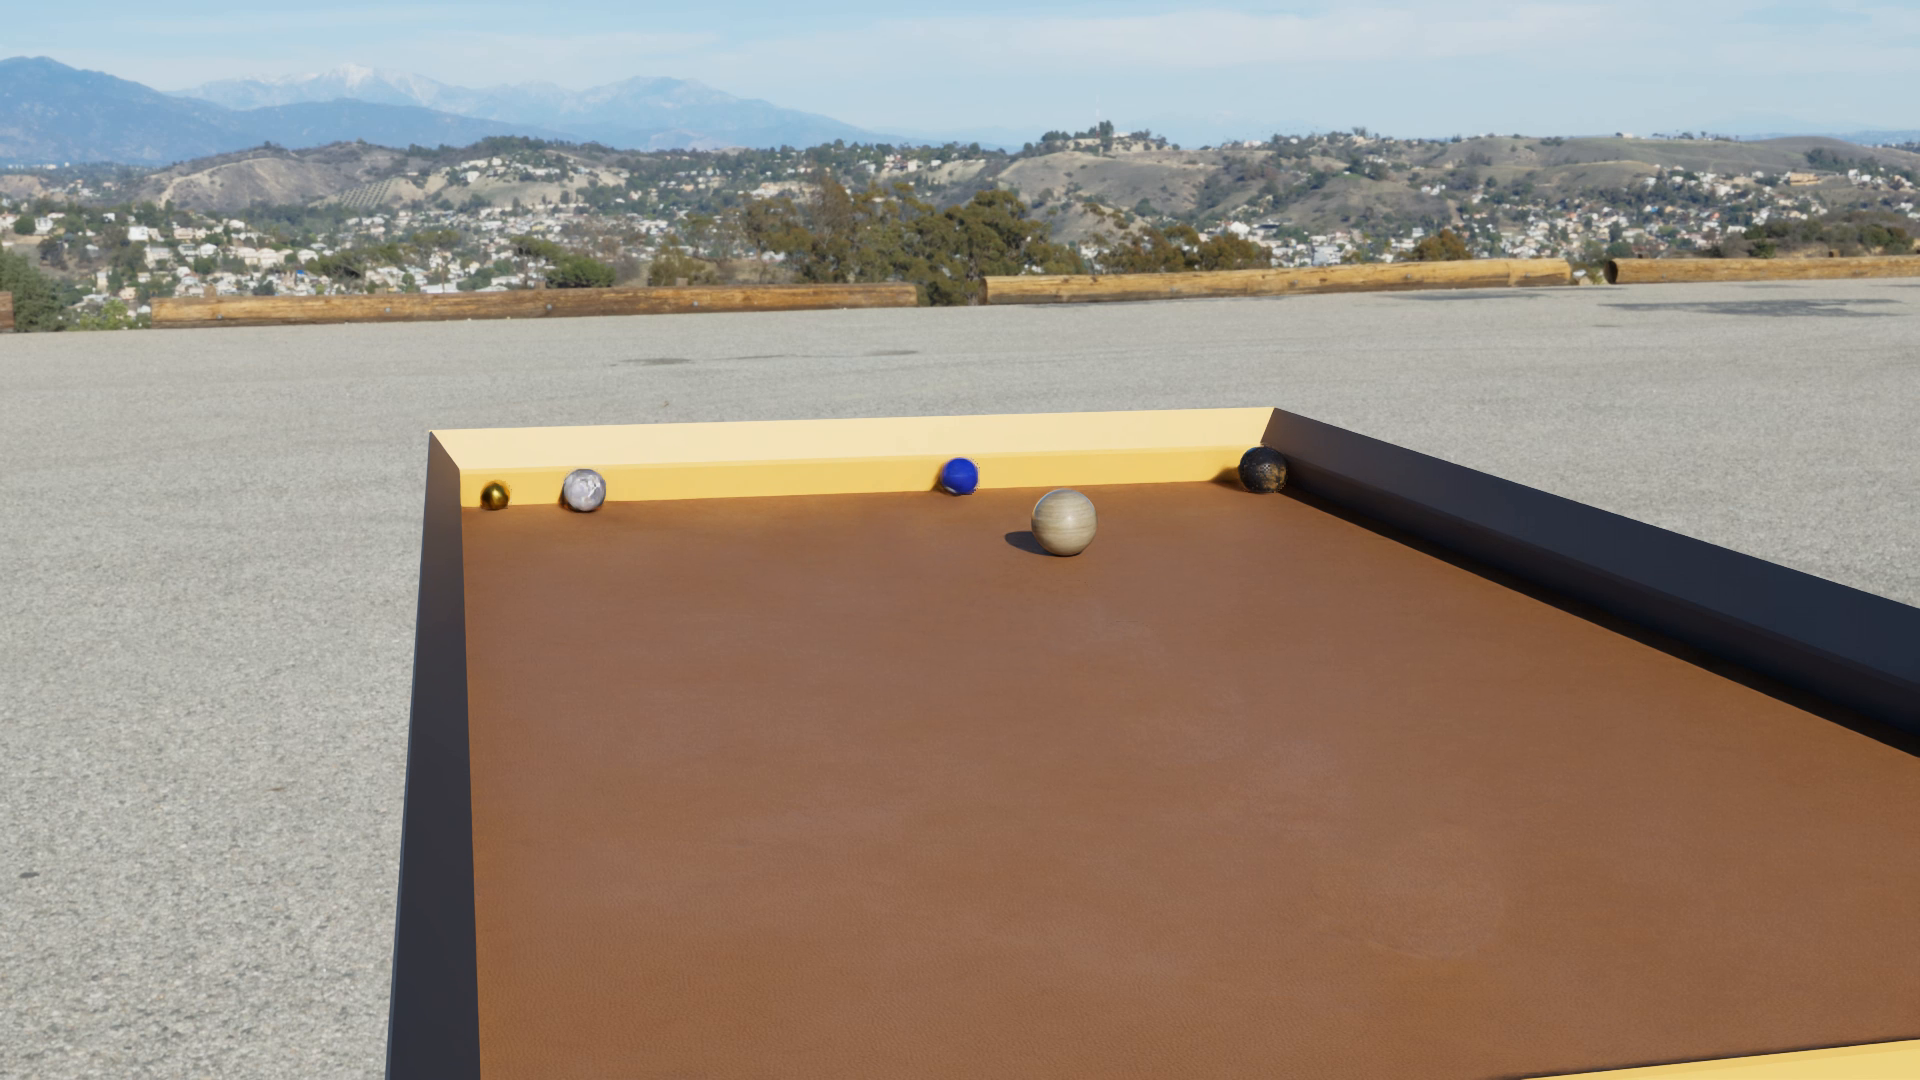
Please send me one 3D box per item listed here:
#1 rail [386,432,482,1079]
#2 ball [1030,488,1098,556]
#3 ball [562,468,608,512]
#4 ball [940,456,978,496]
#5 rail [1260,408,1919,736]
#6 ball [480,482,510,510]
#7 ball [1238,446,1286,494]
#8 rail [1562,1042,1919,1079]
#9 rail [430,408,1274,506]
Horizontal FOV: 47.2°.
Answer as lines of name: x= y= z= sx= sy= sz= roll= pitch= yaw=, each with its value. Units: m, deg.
rail: x=-0.536 y=0.116 z=2.283 sx=0.045 sy=0.126 sz=2.729 roll=-2 pitch=10 yaw=-13
ball: x=0.150 y=-0.025 z=3.165 sx=0.097 sy=0.097 sz=0.097 roll=0 pitch=10 yaw=0
ball: x=-0.605 y=-0.080 z=3.546 sx=0.071 sy=0.071 sz=0.071 roll=0 pitch=10 yaw=0
ball: x=-0.001 y=-0.108 z=3.719 sx=0.066 sy=0.066 sz=0.066 roll=0 pitch=10 yaw=0
rail: x=0.840 y=0.061 z=2.593 sx=0.045 sy=0.126 sz=2.729 roll=-2 pitch=10 yaw=-13
ball: x=-0.754 y=-0.072 z=3.570 sx=0.047 sy=0.047 sz=0.047 roll=0 pitch=10 yaw=0
ball: x=0.514 y=-0.120 z=3.739 sx=0.082 sy=0.082 sz=0.082 roll=0 pitch=10 yaw=0
rail: x=0.451 y=0.317 z=1.151 sx=1.459 sy=0.126 sz=0.045 roll=-2 pitch=10 yaw=-13
rail: x=-0.147 y=-0.140 z=3.725 sx=1.459 sy=0.126 sz=0.045 roll=-2 pitch=10 yaw=-13
